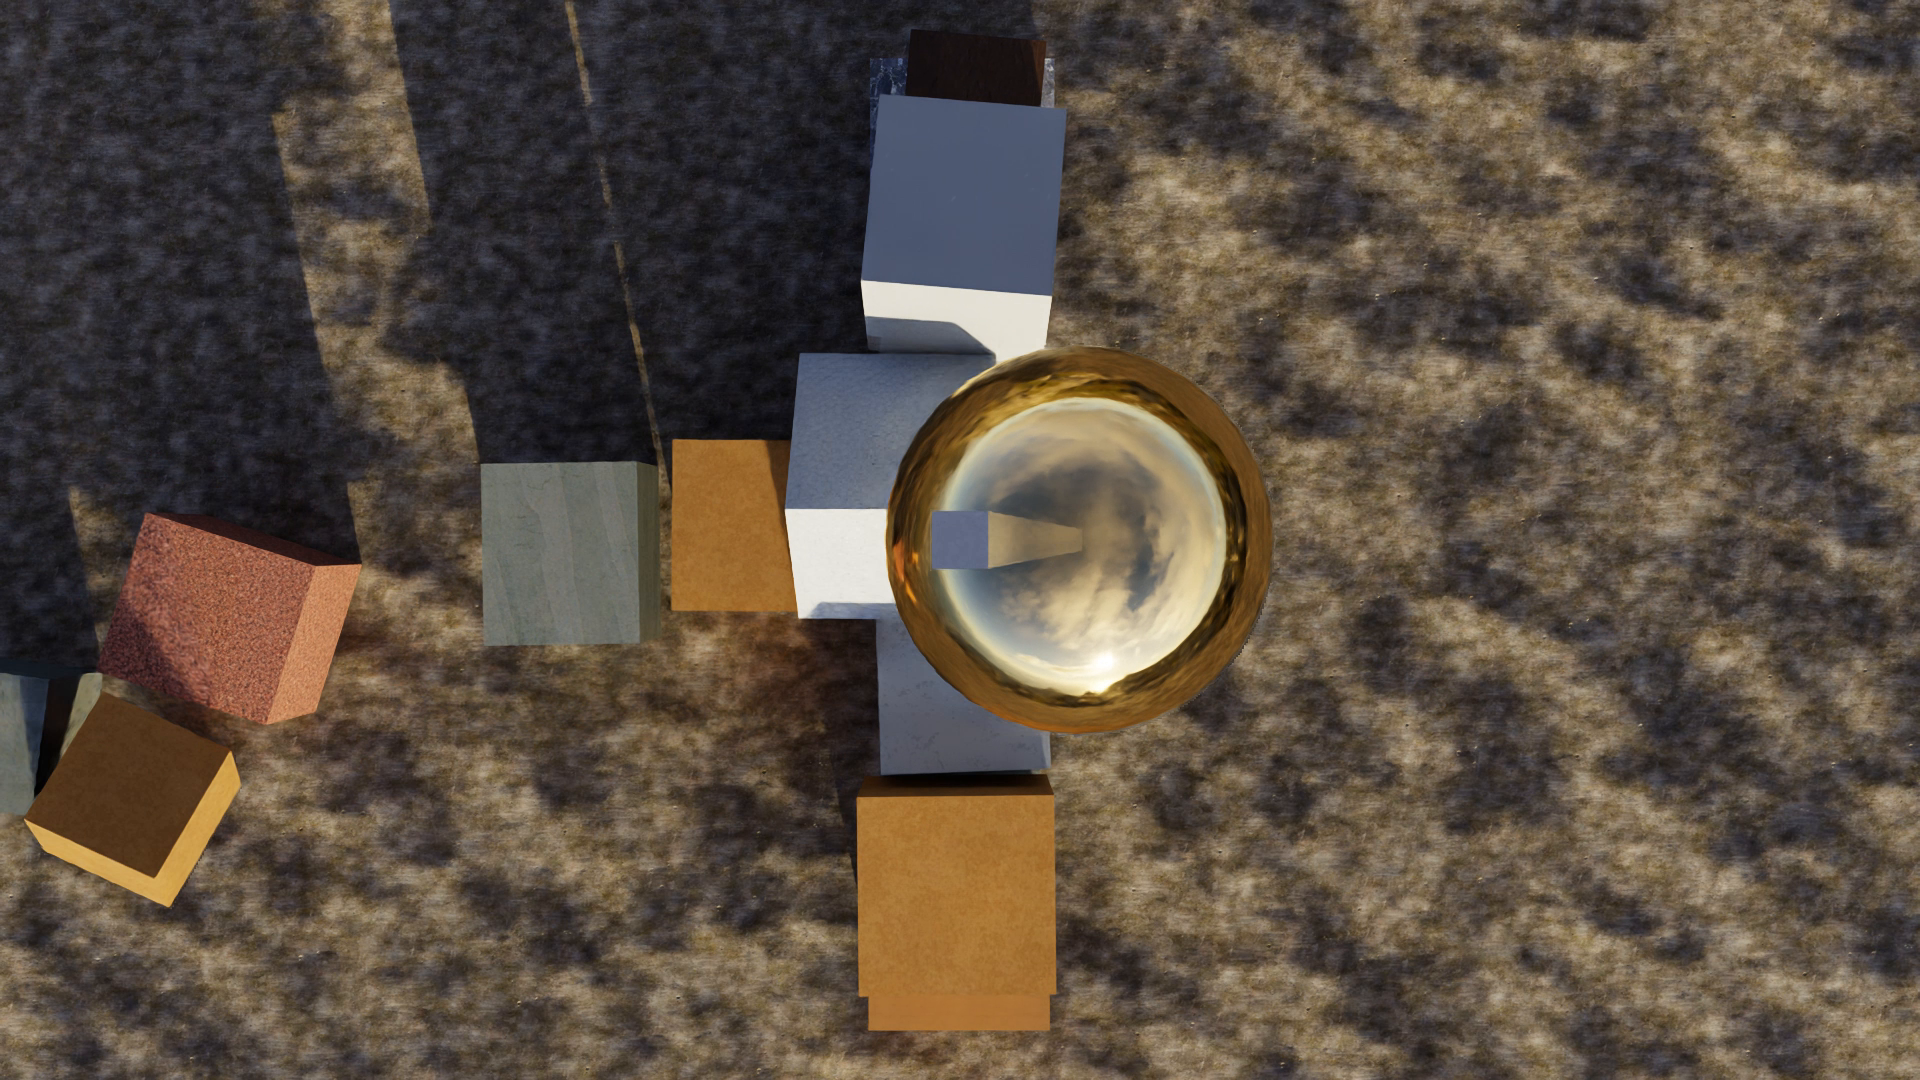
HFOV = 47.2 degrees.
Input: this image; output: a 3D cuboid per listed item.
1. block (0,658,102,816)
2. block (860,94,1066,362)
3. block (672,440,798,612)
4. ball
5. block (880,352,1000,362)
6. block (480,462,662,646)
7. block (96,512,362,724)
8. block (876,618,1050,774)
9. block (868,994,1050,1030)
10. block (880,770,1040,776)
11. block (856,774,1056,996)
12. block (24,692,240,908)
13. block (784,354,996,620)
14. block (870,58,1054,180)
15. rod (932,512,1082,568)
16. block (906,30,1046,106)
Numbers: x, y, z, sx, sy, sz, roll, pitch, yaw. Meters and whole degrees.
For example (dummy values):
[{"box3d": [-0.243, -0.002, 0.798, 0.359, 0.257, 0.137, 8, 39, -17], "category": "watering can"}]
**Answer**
[{"box3d": [-5.493, 1.105, 12.613, 0.765, 0.774, 0.768, 8, 90, 0], "category": "block"}, {"box3d": [0.020, -1.515, 10.885, 0.896, 1.037, 0.945, 5, 77, 1], "category": "block"}, {"box3d": [-1.098, -0.078, 12.501, 0.950, 0.998, 0.935, 0, 90, 0], "category": "block"}, {"box3d": [0.486, 0.000, 9.053, 1.600, 1.600, 1.600, 0, 90, 0], "category": "ball"}, {"box3d": [-0.003, -1.193, 11.756, 0.809, 0.806, 0.847, 2, 77, 0], "category": "block"}, {"box3d": [-2.205, 0.075, 12.565, 0.861, 0.870, 1.005, -1, 90, 0], "category": "block"}, {"box3d": [-4.140, 0.432, 12.537, 0.981, 0.926, 0.915, 18, 90, 0], "category": "block"}, {"box3d": [0.013, 0.743, 11.745, 0.873, 0.841, 0.971, -2, 85, 0], "category": "block"}, {"box3d": [-0.004, 2.191, 12.443, 0.979, 1.113, 0.922, 0, 90, 0], "category": "block"}, {"box3d": [0.000, 1.236, 12.583, 0.888, 0.834, 0.968, 0, 90, 0], "category": "block"}, {"box3d": [-0.017, 1.765, 11.397, 0.980, 0.980, 0.989, -1, 90, 0], "category": "block"}, {"box3d": [-4.568, 1.448, 12.202, 0.760, 0.712, 0.795, 25, 65, -2], "category": "block"}, {"box3d": [-0.320, -0.271, 11.209, 1.000, 0.880, 1.027, 0, 51, 2], "category": "block"}, {"box3d": [0.012, -2.104, 12.559, 1.016, 0.882, 1.099, 0, 90, 0], "category": "block"}, {"box3d": [0.210, 0.000, 5.664, 0.080, 5.200, 0.080, 0, 90, 5], "category": "rod"}, {"box3d": [0.065, -2.257, 11.754, 0.706, 0.728, 0.721, 5, 90, 0], "category": "block"}]
